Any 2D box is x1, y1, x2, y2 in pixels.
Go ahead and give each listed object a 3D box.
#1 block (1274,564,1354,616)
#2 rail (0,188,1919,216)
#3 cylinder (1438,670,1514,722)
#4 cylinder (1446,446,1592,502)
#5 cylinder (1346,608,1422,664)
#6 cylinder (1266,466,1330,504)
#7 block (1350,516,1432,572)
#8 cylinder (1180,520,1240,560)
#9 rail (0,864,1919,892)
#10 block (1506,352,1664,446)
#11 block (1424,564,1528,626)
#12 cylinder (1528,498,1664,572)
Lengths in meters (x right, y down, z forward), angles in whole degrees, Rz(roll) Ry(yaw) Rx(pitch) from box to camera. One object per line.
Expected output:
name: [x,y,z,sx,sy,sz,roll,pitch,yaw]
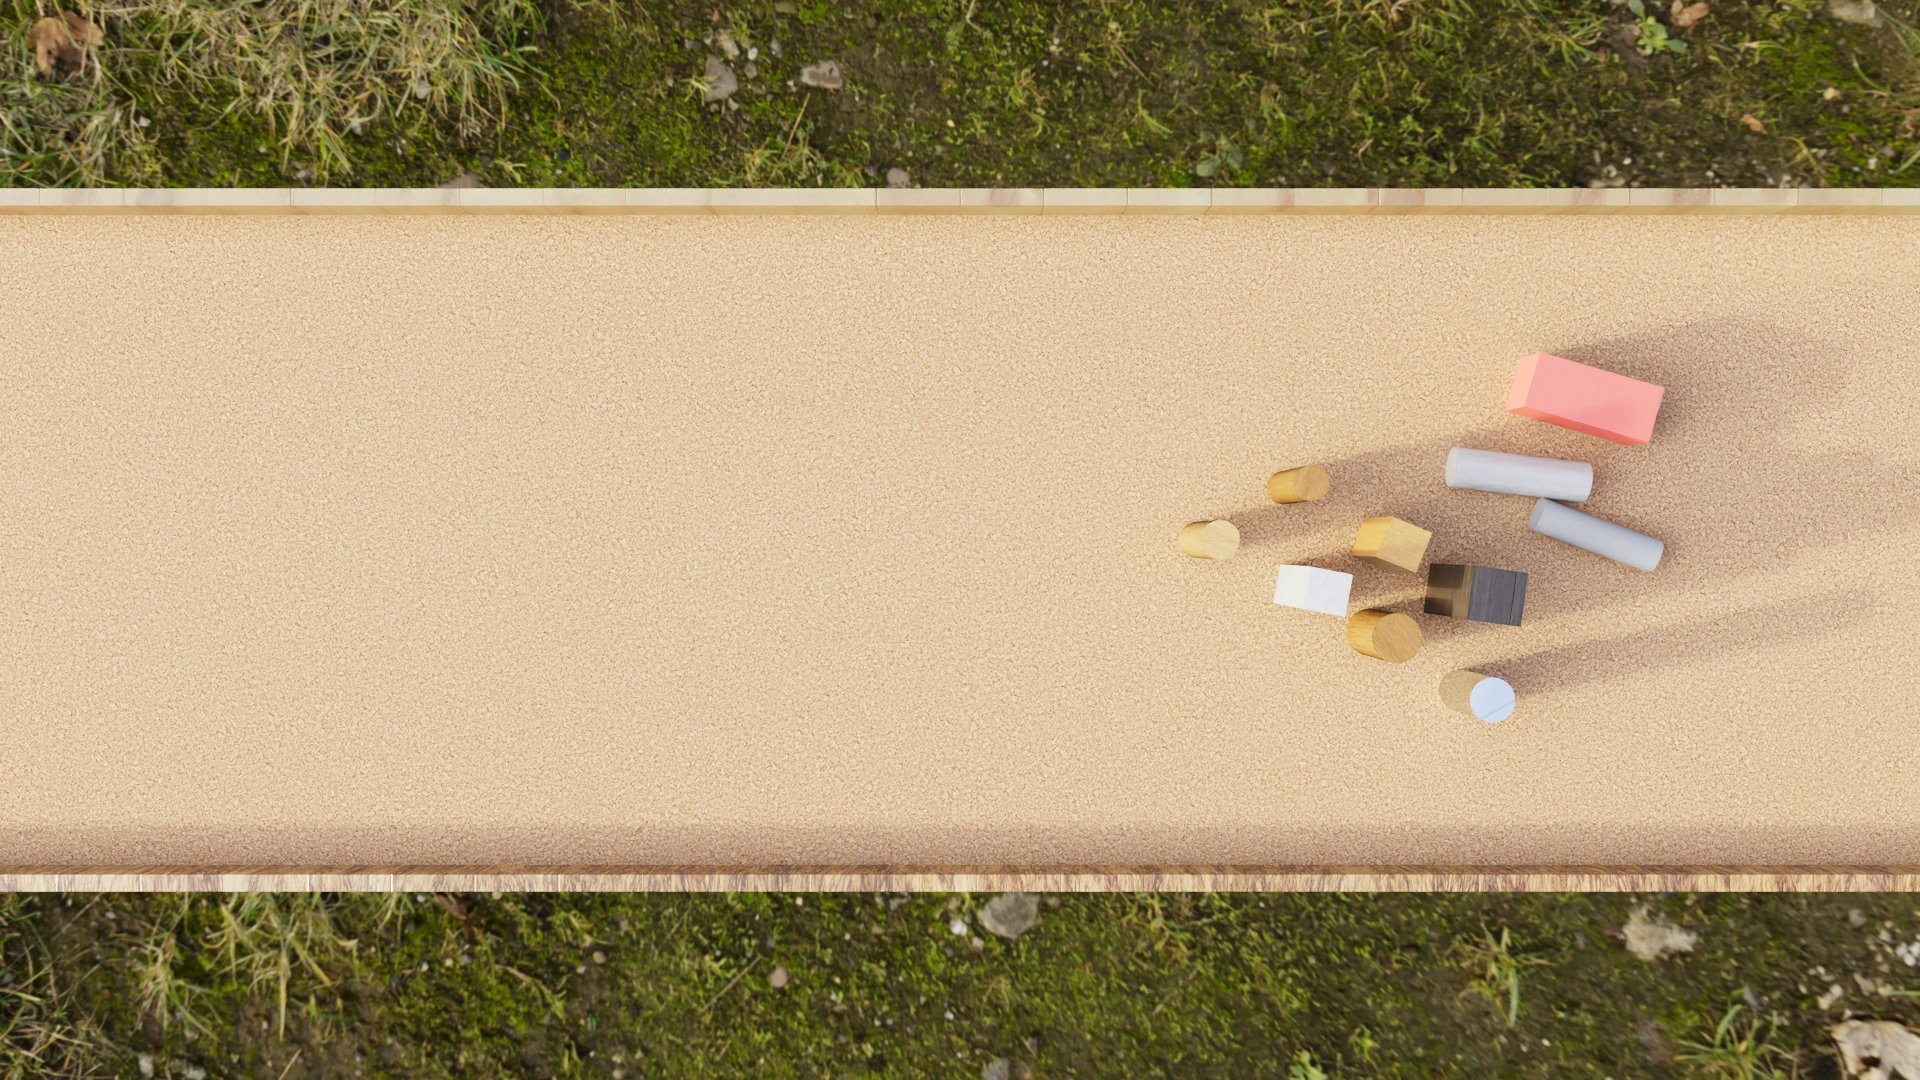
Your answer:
block: [1.035,0.145,4.855,0.120,0.442,0.120,11,90,0]
rail: [-2.247,-1.025,5.002,12.000,0.150,0.050,0,90,0]
cylinder: [1.538,0.462,4.920,0.130,0.313,0.130,0,90,0]
cylinder: [1.698,-0.199,5.016,0.407,0.122,0.122,7,90,0]
cylinder: [1.260,0.283,4.917,0.145,0.319,0.145,0,90,0]
cylinder: [0.994,-0.161,4.869,0.102,0.415,0.102,0,90,0]
block: [1.283,0.013,4.921,0.125,0.310,0.125,22,90,0]
cylinder: [0.729,0.000,4.848,0.111,0.457,0.111,0,90,0]
rail: [-2.247,1.025,5.001,12.000,0.150,0.050,0,90,0]
block: [1.888,-0.425,4.992,0.385,0.169,0.169,16,90,0]
block: [1.513,0.158,4.859,0.153,0.435,0.153,8,90,0]
cylinder: [1.936,-0.015,5.024,0.381,0.104,0.104,20,90,0]
